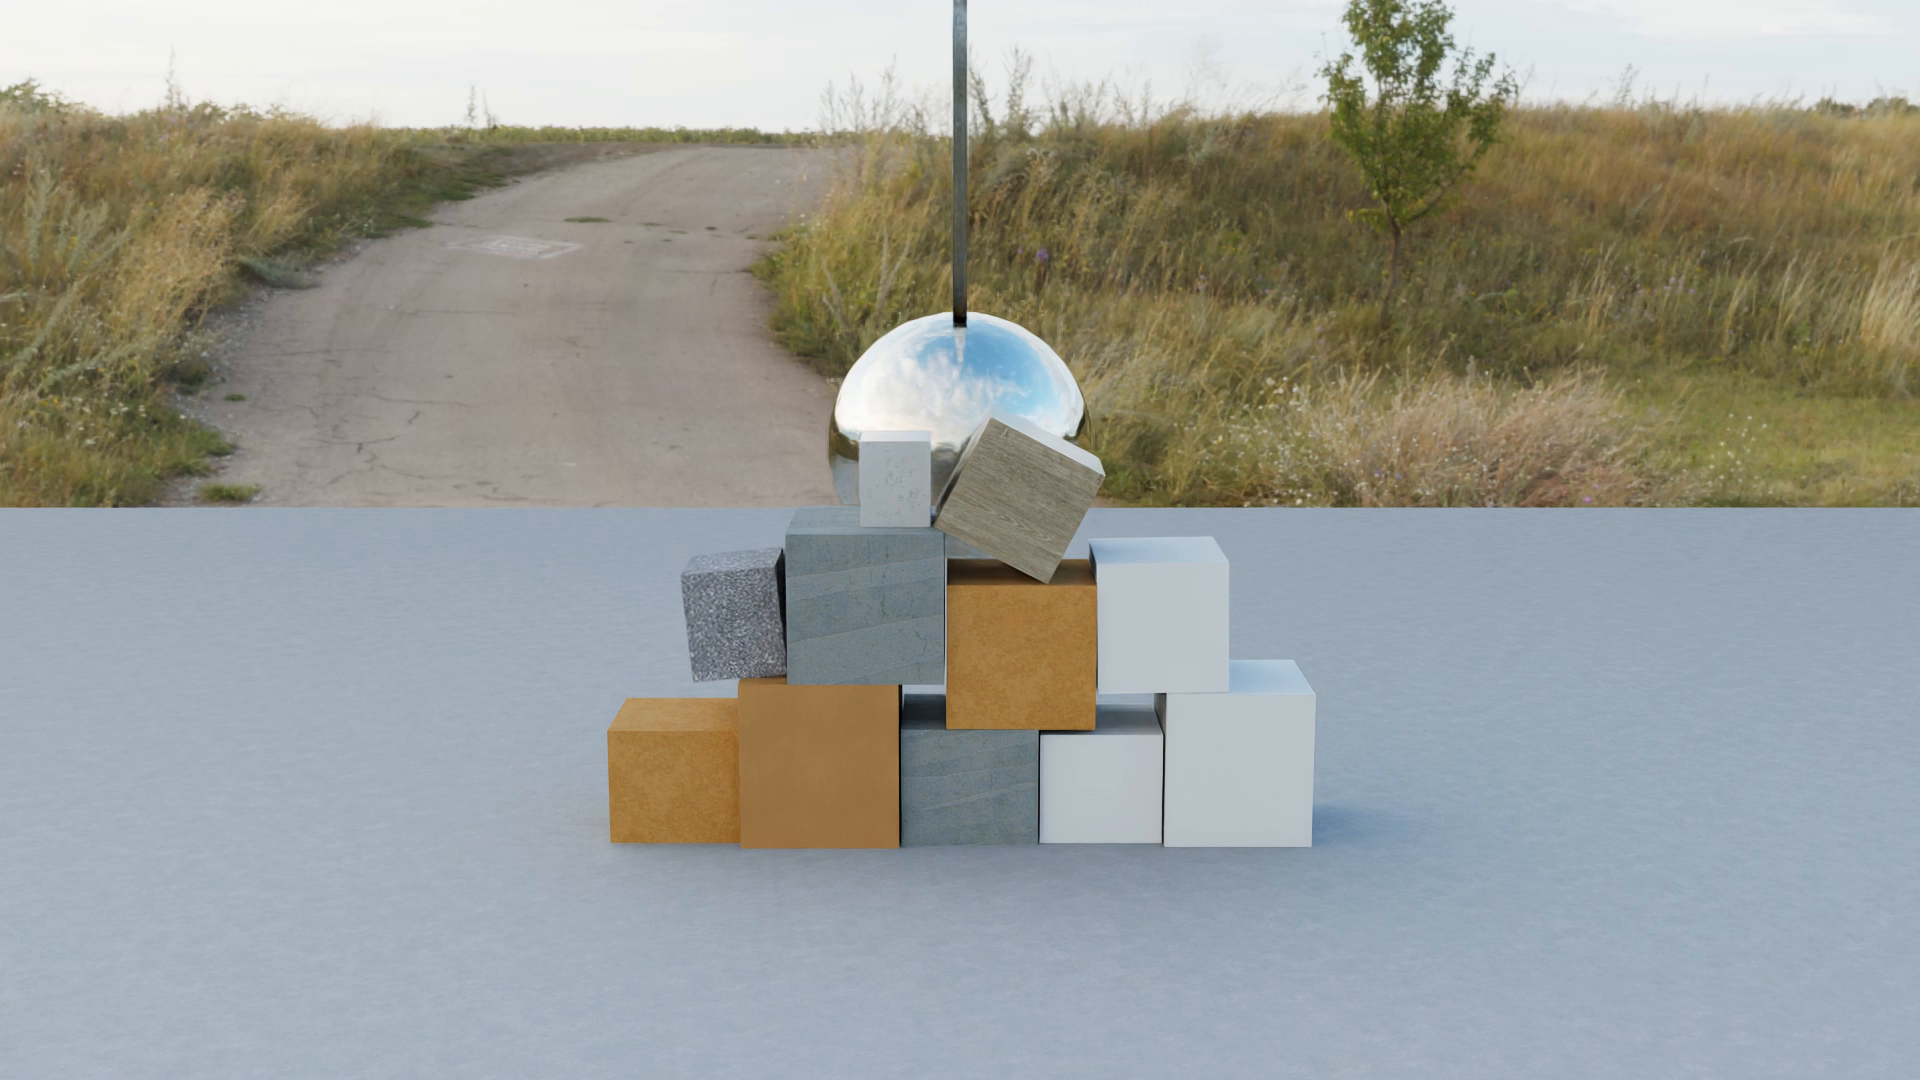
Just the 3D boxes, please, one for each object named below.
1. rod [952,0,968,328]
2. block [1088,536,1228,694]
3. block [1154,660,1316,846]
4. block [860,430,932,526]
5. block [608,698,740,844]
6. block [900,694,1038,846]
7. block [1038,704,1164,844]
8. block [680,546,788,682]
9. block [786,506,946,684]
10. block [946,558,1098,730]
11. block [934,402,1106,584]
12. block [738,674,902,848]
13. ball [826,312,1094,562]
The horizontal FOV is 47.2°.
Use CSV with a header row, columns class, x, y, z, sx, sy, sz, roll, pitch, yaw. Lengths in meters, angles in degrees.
class,x,y,z,sx,sy,sz,roll,pitch,yaw
rod,0.000,-3.494,11.459,0.080,5.200,0.080,0,31,0
block,1.008,0.374,11.264,0.652,0.658,0.720,-1,10,0
block,1.399,1.090,11.369,0.740,0.788,0.753,0,10,0
block,-0.323,-0.313,11.125,0.349,0.431,0.396,0,10,0
block,-1.440,1.186,11.406,0.658,0.586,0.666,0,10,0
block,0.048,1.179,11.394,0.688,0.603,0.725,0,10,0
block,0.711,1.199,11.393,0.617,0.564,0.639,0,10,0
block,-1.129,0.376,11.238,0.474,0.551,0.533,-6,10,1
block,-0.467,0.270,11.240,0.776,0.756,0.847,0,10,0
block,0.304,0.522,11.270,0.745,0.734,0.713,0,10,0
block,0.296,-0.248,11.123,0.635,0.610,0.640,27,9,-4
block,-0.703,1.061,11.365,0.796,0.846,0.810,0,10,0
ball,0.000,-0.565,13.186,1.600,1.600,1.600,0,10,0
